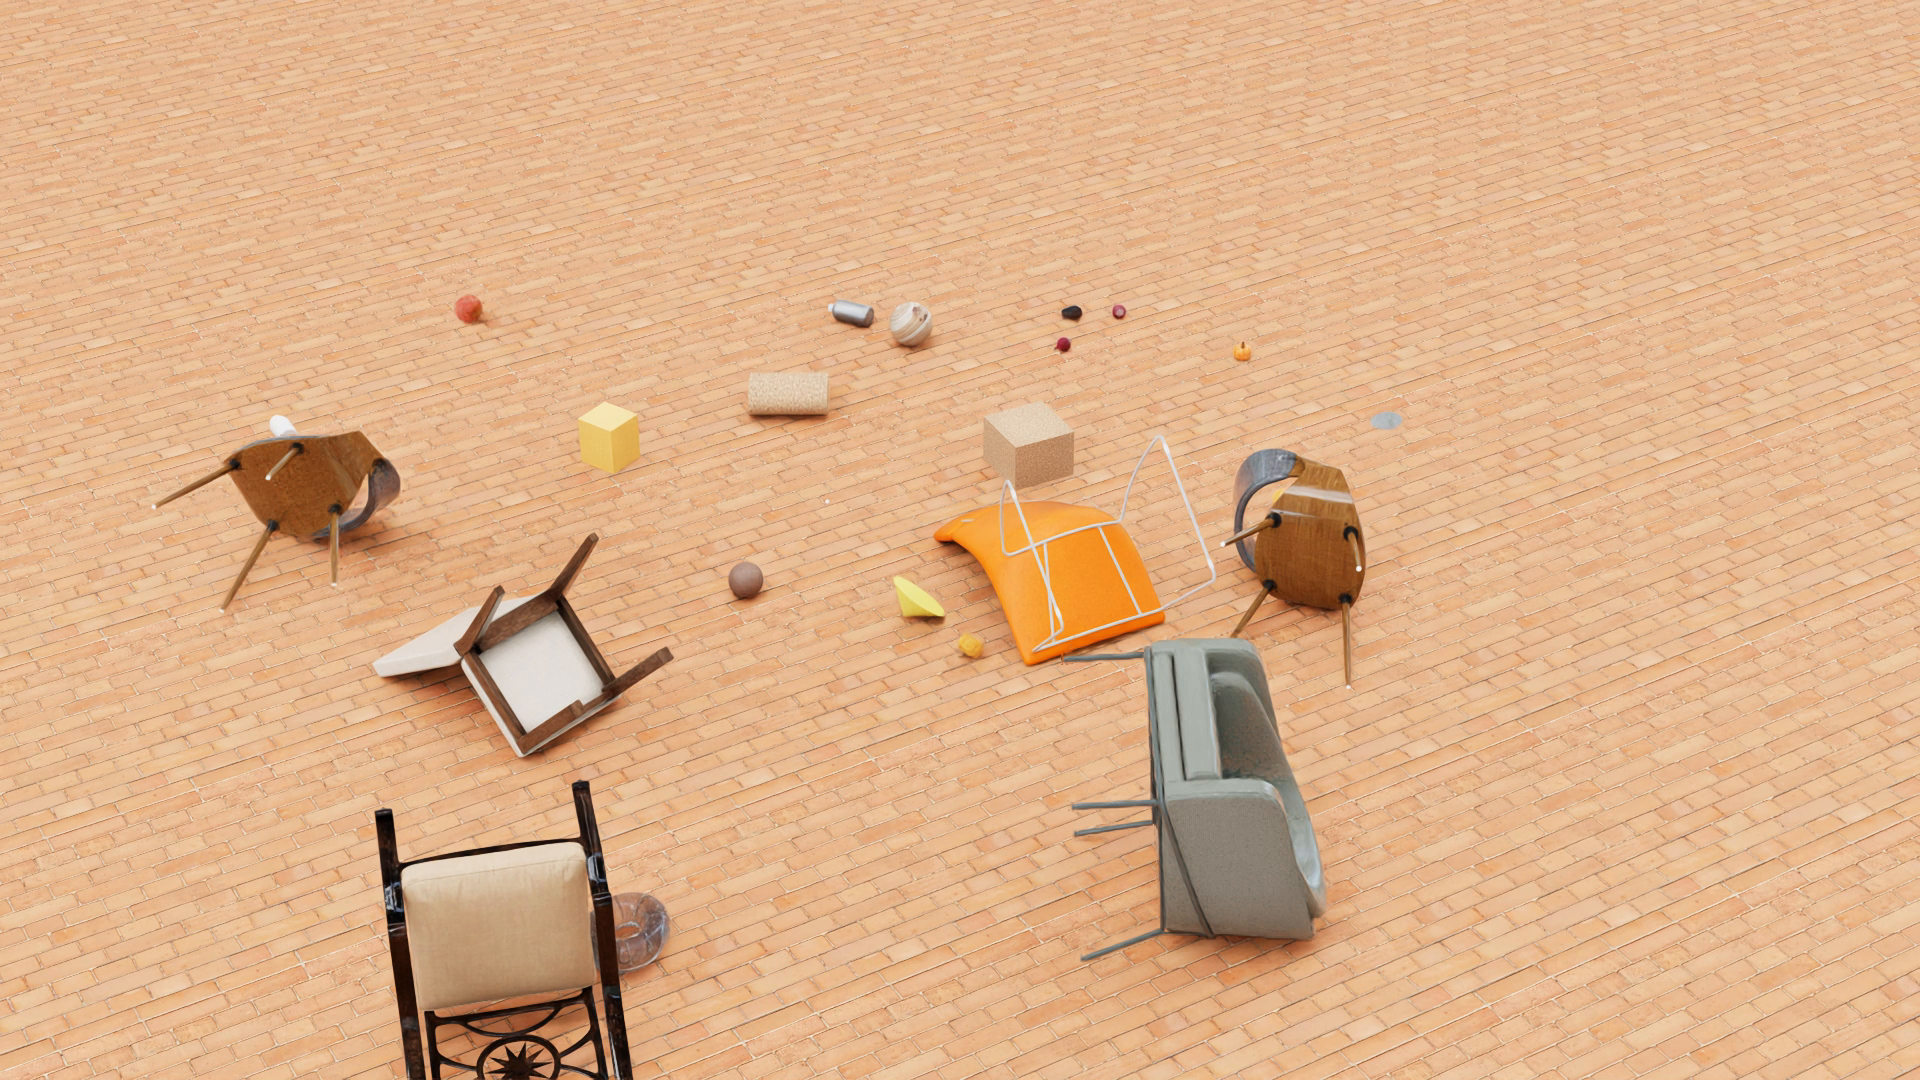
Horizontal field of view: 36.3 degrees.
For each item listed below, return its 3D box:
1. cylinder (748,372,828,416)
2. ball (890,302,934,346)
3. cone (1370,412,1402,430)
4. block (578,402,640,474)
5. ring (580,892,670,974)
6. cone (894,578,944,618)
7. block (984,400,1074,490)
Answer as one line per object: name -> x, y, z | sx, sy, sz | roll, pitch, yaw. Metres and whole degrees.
cylinder -> -0.683, -0.584, 11.704 | 0.312, 0.141, 0.235 | 0, 33, 0
ball -> -0.202, -0.894, 12.136 | 0.182, 0.182, 0.182 | 0, 33, 0
cone -> 1.688, -0.471, 11.633 | 0.127, 0.070, 0.052 | -6, -1, 1
block -> -1.360, -0.396, 11.371 | 0.165, 0.192, 0.157 | 21, 39, 29
ring -> -1.030, 1.207, 9.022 | 0.272, 0.100, 0.342 | 6, 33, 11
cone -> -0.174, 0.240, 10.515 | 0.223, 0.094, 0.233 | 33, 12, -17
block -> 0.265, -0.366, 11.323 | 0.255, 0.194, 0.262 | -16, 37, -22
